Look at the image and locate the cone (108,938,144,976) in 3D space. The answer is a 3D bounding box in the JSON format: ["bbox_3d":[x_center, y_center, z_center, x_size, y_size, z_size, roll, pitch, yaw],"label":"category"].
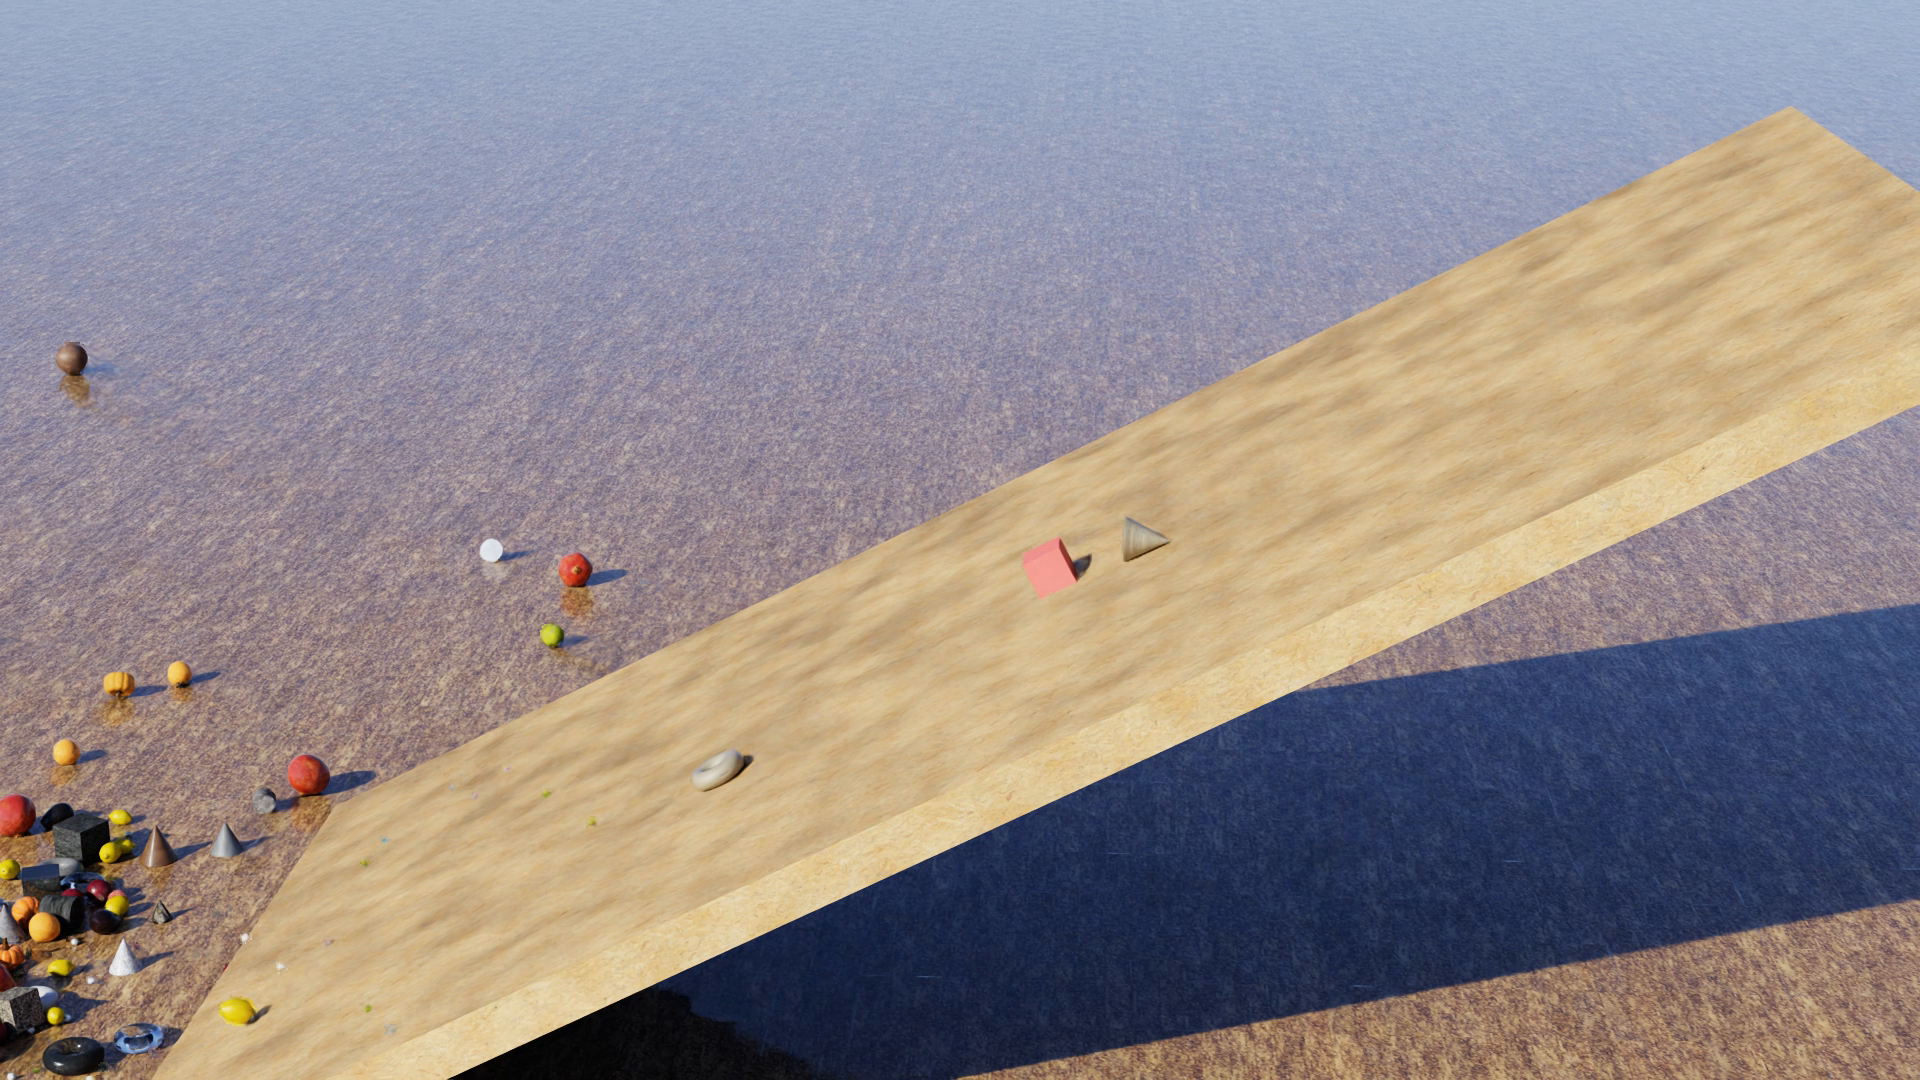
[{"bbox_3d":[-1.942,0.961,6.840,0.078,0.078,0.078,0,17,0],"label":"cone"}]

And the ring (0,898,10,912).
[{"bbox_3d":[-2.363,0.898,7.111,0.126,0.042,0.126,1,16,0],"label":"ring"}]

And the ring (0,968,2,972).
[{"bbox_3d":[-2.283,0.998,6.769,0.148,0.049,0.148,-1,16,0],"label":"ring"}]

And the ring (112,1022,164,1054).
[{"bbox_3d":[-1.807,1.095,6.469,0.108,0.036,0.108,-1,16,0],"label":"ring"}]

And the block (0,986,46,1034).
[{"bbox_3d":[-2.096,1.045,6.535,0.079,0.079,0.079,-4,12,35],"label":"block"}]

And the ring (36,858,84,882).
[{"bbox_3d":[-2.251,0.828,7.341,0.126,0.042,0.126,0,15,0],"label":"ring"}]

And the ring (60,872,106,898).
[{"bbox_3d":[-2.168,0.852,7.270,0.112,0.037,0.112,1,17,0],"label":"ring"}]

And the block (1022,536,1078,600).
[{"bbox_3d":[0.189,0.059,6.188,0.085,0.085,0.085,-26,14,10],"label":"block"}]

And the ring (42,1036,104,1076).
[{"bbox_3d":[-1.922,1.119,6.379,0.131,0.044,0.131,1,18,0],"label":"ring"}]

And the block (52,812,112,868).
[{"bbox_3d":[-2.227,0.762,7.462,0.097,0.097,0.097,10,19,29],"label":"block"}]

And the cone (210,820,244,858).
[{"bbox_3d":[-1.873,0.756,7.507,0.083,0.083,0.083,0,17,0],"label":"cone"}]

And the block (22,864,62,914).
[{"bbox_3d":[-2.242,0.852,7.183,0.087,0.087,0.087,-5,18,-17],"label":"block"}]

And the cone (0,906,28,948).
[{"bbox_3d":[-2.268,0.908,6.989,0.092,0.092,0.092,0,17,0],"label":"cone"}]

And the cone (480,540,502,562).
[{"bbox_3d":[-1.573,0.043,9.945,0.078,0.078,0.078,3,-9,10],"label":"cone"}]

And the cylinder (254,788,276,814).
[{"bbox_3d":[-1.839,0.690,7.777,0.054,0.054,0.054,-4,17,-12],"label":"cylinder"}]

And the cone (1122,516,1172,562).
[{"bbox_3d":[0.391,0.000,6.098,0.097,0.097,0.097,3,17,10],"label":"cone"}]

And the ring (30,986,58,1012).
[{"bbox_3d":[-2.094,1.041,6.645,0.112,0.037,0.112,0,15,0],"label":"ring"}]

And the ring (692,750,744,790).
[{"bbox_3d":[-0.502,0.478,6.102,0.120,0.040,0.120,-28,13,7],"label":"ring"}]

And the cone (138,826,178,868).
[{"bbox_3d":[-2.035,0.765,7.453,0.098,0.098,0.098,0,17,0],"label":"cone"}]

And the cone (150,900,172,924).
[{"bbox_3d":[-1.932,0.892,7.109,0.053,0.053,0.053,0,17,0],"label":"cone"}]

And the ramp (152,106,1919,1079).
[{"bbox_3d":[0.140,0.168,6.281,4.000,0.100,2.000,-26,14,10],"label":"ramp"}]

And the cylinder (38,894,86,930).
[{"bbox_3d":[-2.157,0.893,7.061,0.080,0.080,0.080,-7,14,18],"label":"cylinder"}]
